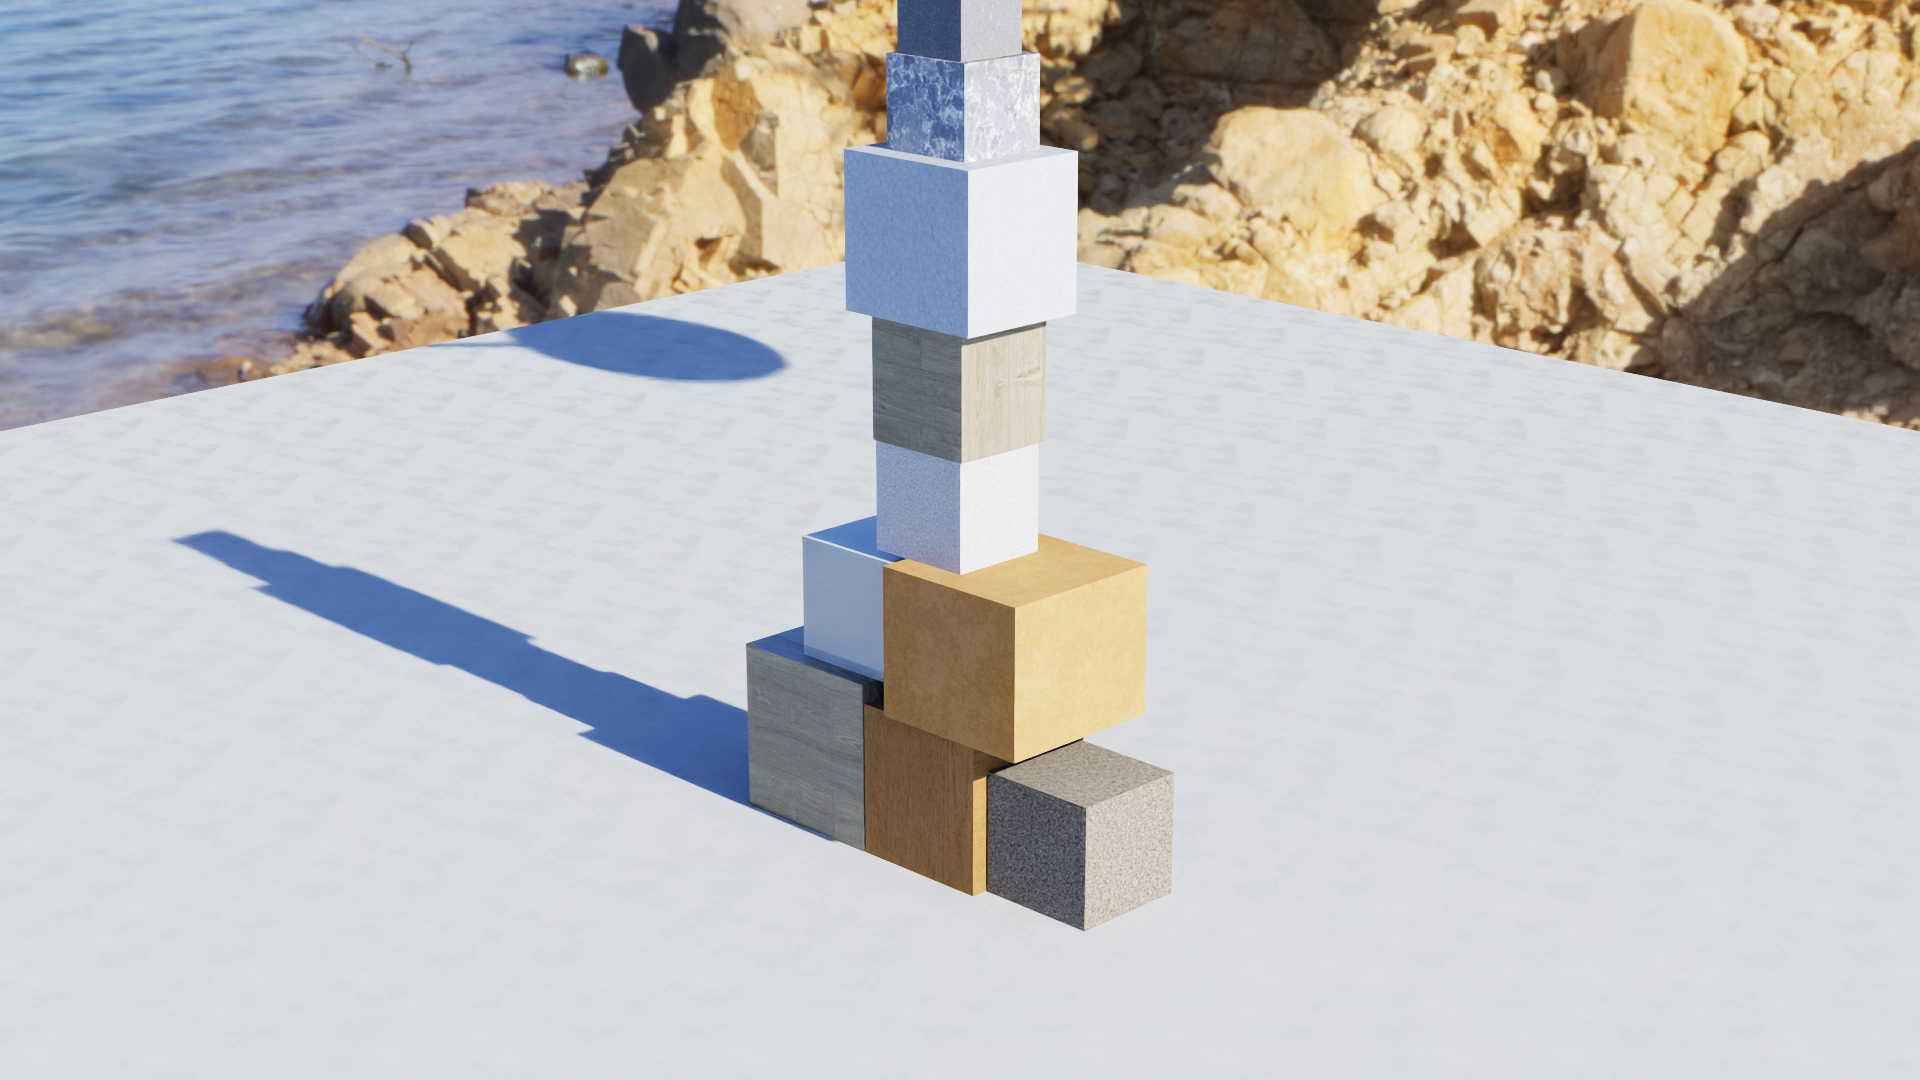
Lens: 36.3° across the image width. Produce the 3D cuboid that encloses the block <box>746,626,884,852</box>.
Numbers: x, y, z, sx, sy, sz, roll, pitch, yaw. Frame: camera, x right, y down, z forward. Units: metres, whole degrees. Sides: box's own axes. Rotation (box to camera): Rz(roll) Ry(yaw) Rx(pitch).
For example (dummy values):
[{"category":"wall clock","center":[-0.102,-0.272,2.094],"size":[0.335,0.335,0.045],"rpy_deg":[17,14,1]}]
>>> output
[{"category":"block","center":[-0.459,0.893,14.121],"size":[0.783,0.830,0.811],"rpy_deg":[-17,24,-42]}]

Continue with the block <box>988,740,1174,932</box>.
[{"category":"block","center":[0.540,1.316,13.182],"size":[0.580,0.586,0.597],"rpy_deg":[-17,24,-42]}]

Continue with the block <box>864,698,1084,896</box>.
[{"category":"block","center":[0.065,1.104,13.598],"size":[0.725,0.740,0.706],"rpy_deg":[-17,24,-42]}]

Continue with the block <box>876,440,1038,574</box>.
[{"category":"block","center":[-0.012,-0.201,13.266],"size":[0.497,0.516,0.538],"rpy_deg":[-17,24,-42]}]

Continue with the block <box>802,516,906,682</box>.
[{"category":"block","center":[-0.284,0.268,13.746],"size":[0.603,0.586,0.677],"rpy_deg":[-17,24,-42]}]

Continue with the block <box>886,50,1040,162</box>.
[{"category":"block","center":[0.013,-1.908,12.756],"size":[0.461,0.421,0.480],"rpy_deg":[-17,24,-42]}]

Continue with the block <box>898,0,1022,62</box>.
[{"category":"block","center":[-0.003,-2.315,12.611],"size":[0.368,0.442,0.389],"rpy_deg":[-17,24,-42]}]

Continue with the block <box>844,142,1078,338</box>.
[{"category":"block","center":[0.003,-1.359,12.917],"size":[0.677,0.724,0.769],"rpy_deg":[-17,24,-42]}]

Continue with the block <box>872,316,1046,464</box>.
[{"category":"block","center":[-0.004,-0.730,13.108],"size":[0.533,0.589,0.565],"rpy_deg":[-17,24,-42]}]

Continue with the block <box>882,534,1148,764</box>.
[{"category":"block","center":[0.247,0.455,13.235],"size":[0.854,0.716,0.824],"rpy_deg":[-17,24,-42]}]
